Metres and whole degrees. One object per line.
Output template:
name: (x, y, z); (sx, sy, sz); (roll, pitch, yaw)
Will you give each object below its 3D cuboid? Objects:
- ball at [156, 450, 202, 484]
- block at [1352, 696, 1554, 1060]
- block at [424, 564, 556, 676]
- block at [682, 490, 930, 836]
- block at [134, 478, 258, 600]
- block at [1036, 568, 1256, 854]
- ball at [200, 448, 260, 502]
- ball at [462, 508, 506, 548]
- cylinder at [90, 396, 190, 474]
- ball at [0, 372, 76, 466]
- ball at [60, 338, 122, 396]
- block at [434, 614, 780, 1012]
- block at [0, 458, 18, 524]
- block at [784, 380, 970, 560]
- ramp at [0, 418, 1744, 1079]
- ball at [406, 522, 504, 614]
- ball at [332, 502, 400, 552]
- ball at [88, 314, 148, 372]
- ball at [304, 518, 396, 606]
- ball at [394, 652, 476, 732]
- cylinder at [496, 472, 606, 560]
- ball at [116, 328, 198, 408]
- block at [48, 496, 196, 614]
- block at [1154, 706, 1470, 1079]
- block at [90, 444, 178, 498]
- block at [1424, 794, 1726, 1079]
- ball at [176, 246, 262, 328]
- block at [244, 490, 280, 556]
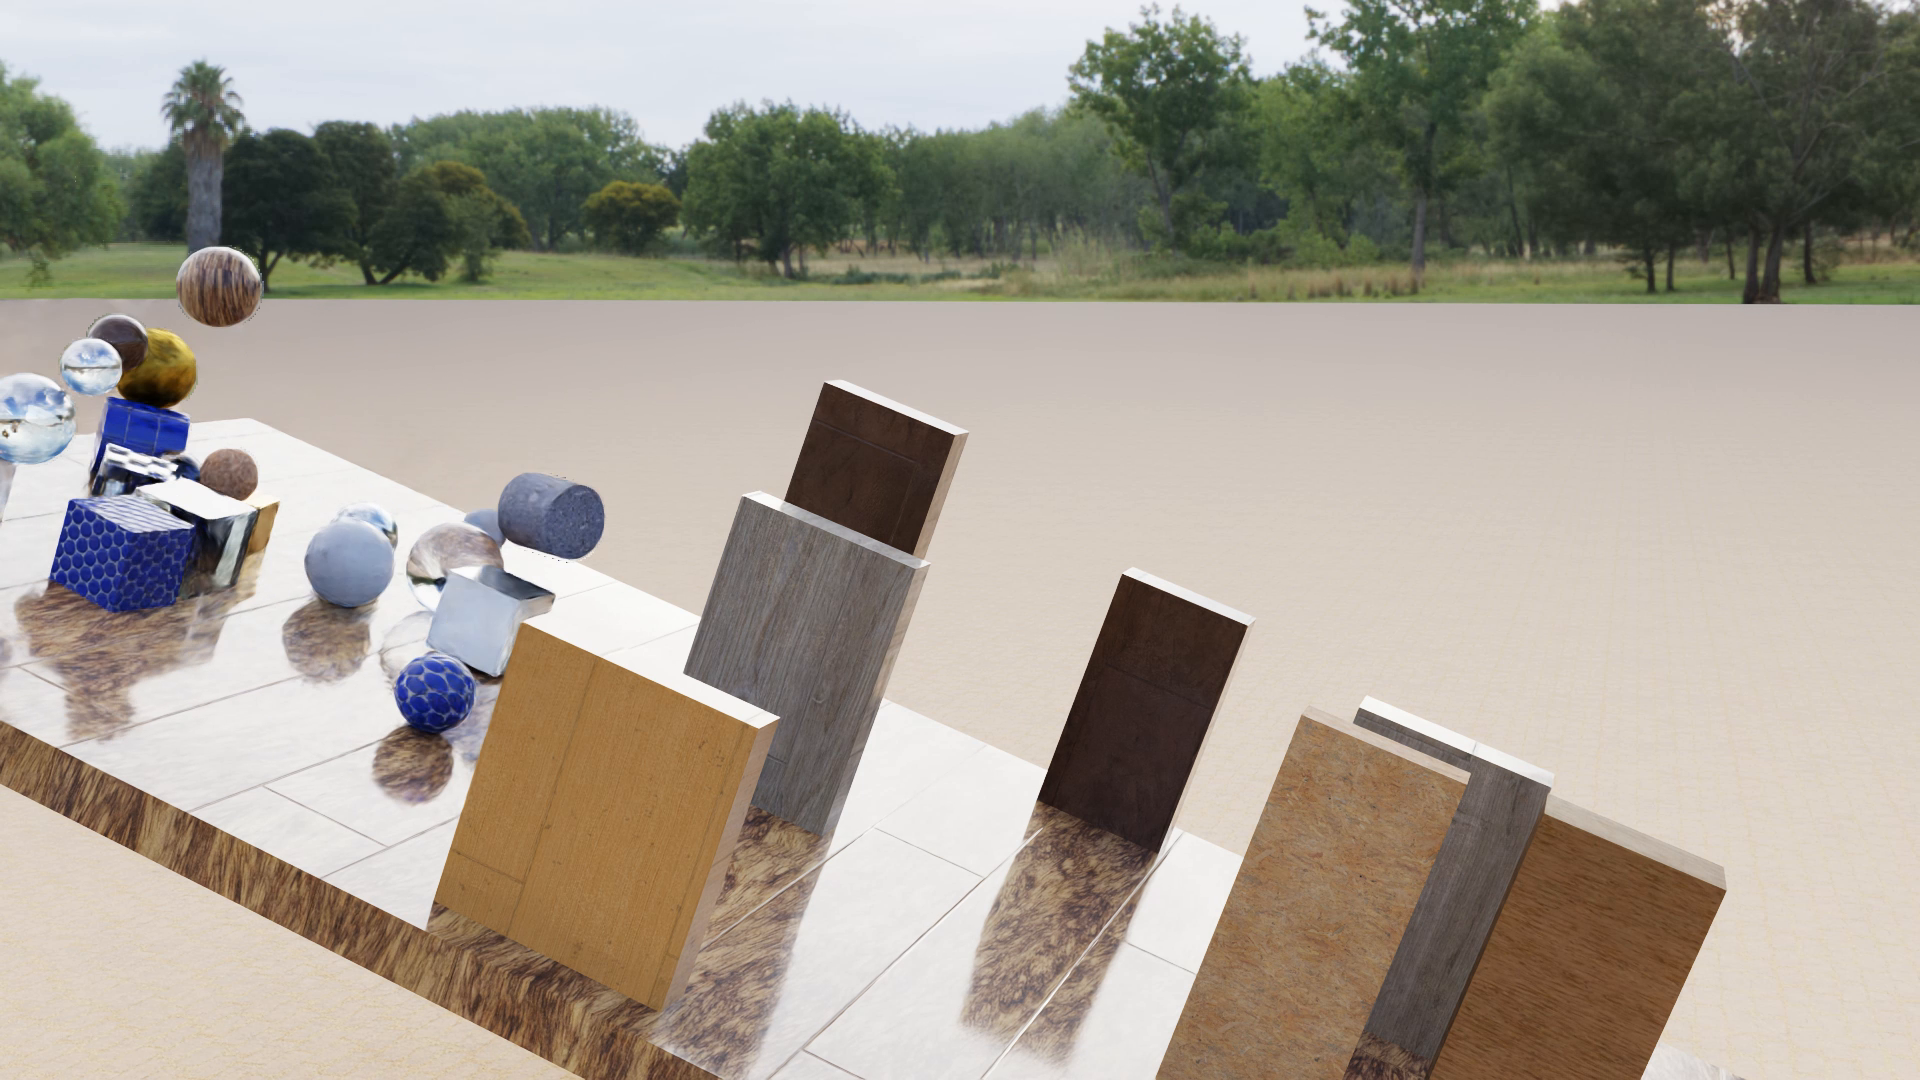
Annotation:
ball: (-1.682, -0.127, 4.716); (0.129, 0.129, 0.129); (0, 7, 0)
block: (0.846, 0.648, 4.230); (0.380, 0.582, 0.119); (23, 13, 13)
block: (-0.955, 0.162, 4.484); (0.165, 0.165, 0.165); (22, 9, 13)
block: (-0.327, 0.236, 4.238); (0.371, 0.559, 0.089); (23, 13, 13)
block: (-1.524, -0.003, 4.332); (0.169, 0.169, 0.169); (22, 12, 10)
block: (0.407, 0.372, 4.822); (0.294, 0.547, 0.107); (23, 13, 13)
ball: (-1.510, -0.132, 4.546); (0.117, 0.117, 0.117); (0, 7, 0)
ball: (-1.119, -0.021, 5.173); (0.111, 0.111, 0.111); (0, 7, 0)
cylinder: (-1.793, -0.212, 4.810); (0.170, 0.170, 0.170); (13, 0, -26)
ball: (-1.759, -0.228, 4.146); (0.173, 0.173, 0.173); (0, 7, 0)
ball: (-1.634, -0.326, 4.137); (0.109, 0.109, 0.109); (0, 7, 0)
block: (-0.542, 0.412, 3.345); (0.407, 0.475, 0.083); (23, 13, 13)
block: (-1.952, -0.169, 4.322); (0.187, 0.187, 0.187); (16, 14, -23)
block: (-0.254, 0.062, 4.681); (0.305, 0.741, 0.101); (23, 13, 13)
ramp: (-0.330, 0.601, 4.209); (4.000, 0.100, 2.000); (23, 13, 13)
ball: (-1.070, 0.063, 4.665); (0.205, 0.205, 0.205); (0, 7, 0)
ball: (-1.292, -0.009, 4.764); (0.149, 0.149, 0.149); (0, 7, 0)
ball: (-1.764, -0.412, 4.608); (0.120, 0.120, 0.120); (0, 7, 0)
ball: (-1.252, 0.047, 4.513); (0.180, 0.180, 0.180); (0, 7, 0)
ball: (-0.962, 0.280, 4.035); (0.146, 0.146, 0.146); (0, 7, 0)
cylinder: (-0.881, -0.053, 4.739); (0.163, 0.163, 0.163); (14, 14, 39)
ball: (-1.785, -0.378, 4.870); (0.180, 0.180, 0.180); (0, 7, 0)
block: (-1.578, 0.024, 4.145); (0.162, 0.162, 0.162); (24, 13, 20)
block: (0.564, 0.641, 3.570); (0.277, 0.689, 0.082); (23, 13, 13)
block: (-1.696, -0.093, 4.493); (0.142, 0.142, 0.142); (19, 12, -22)
block: (0.897, 0.784, 3.389); (0.279, 0.722, 0.135); (23, 13, 13)
ball: (-1.566, -0.535, 4.649); (0.171, 0.171, 0.171); (0, 7, 0)
block: (-1.523, -0.045, 4.652); (0.109, 0.109, 0.109); (20, 12, 0)
